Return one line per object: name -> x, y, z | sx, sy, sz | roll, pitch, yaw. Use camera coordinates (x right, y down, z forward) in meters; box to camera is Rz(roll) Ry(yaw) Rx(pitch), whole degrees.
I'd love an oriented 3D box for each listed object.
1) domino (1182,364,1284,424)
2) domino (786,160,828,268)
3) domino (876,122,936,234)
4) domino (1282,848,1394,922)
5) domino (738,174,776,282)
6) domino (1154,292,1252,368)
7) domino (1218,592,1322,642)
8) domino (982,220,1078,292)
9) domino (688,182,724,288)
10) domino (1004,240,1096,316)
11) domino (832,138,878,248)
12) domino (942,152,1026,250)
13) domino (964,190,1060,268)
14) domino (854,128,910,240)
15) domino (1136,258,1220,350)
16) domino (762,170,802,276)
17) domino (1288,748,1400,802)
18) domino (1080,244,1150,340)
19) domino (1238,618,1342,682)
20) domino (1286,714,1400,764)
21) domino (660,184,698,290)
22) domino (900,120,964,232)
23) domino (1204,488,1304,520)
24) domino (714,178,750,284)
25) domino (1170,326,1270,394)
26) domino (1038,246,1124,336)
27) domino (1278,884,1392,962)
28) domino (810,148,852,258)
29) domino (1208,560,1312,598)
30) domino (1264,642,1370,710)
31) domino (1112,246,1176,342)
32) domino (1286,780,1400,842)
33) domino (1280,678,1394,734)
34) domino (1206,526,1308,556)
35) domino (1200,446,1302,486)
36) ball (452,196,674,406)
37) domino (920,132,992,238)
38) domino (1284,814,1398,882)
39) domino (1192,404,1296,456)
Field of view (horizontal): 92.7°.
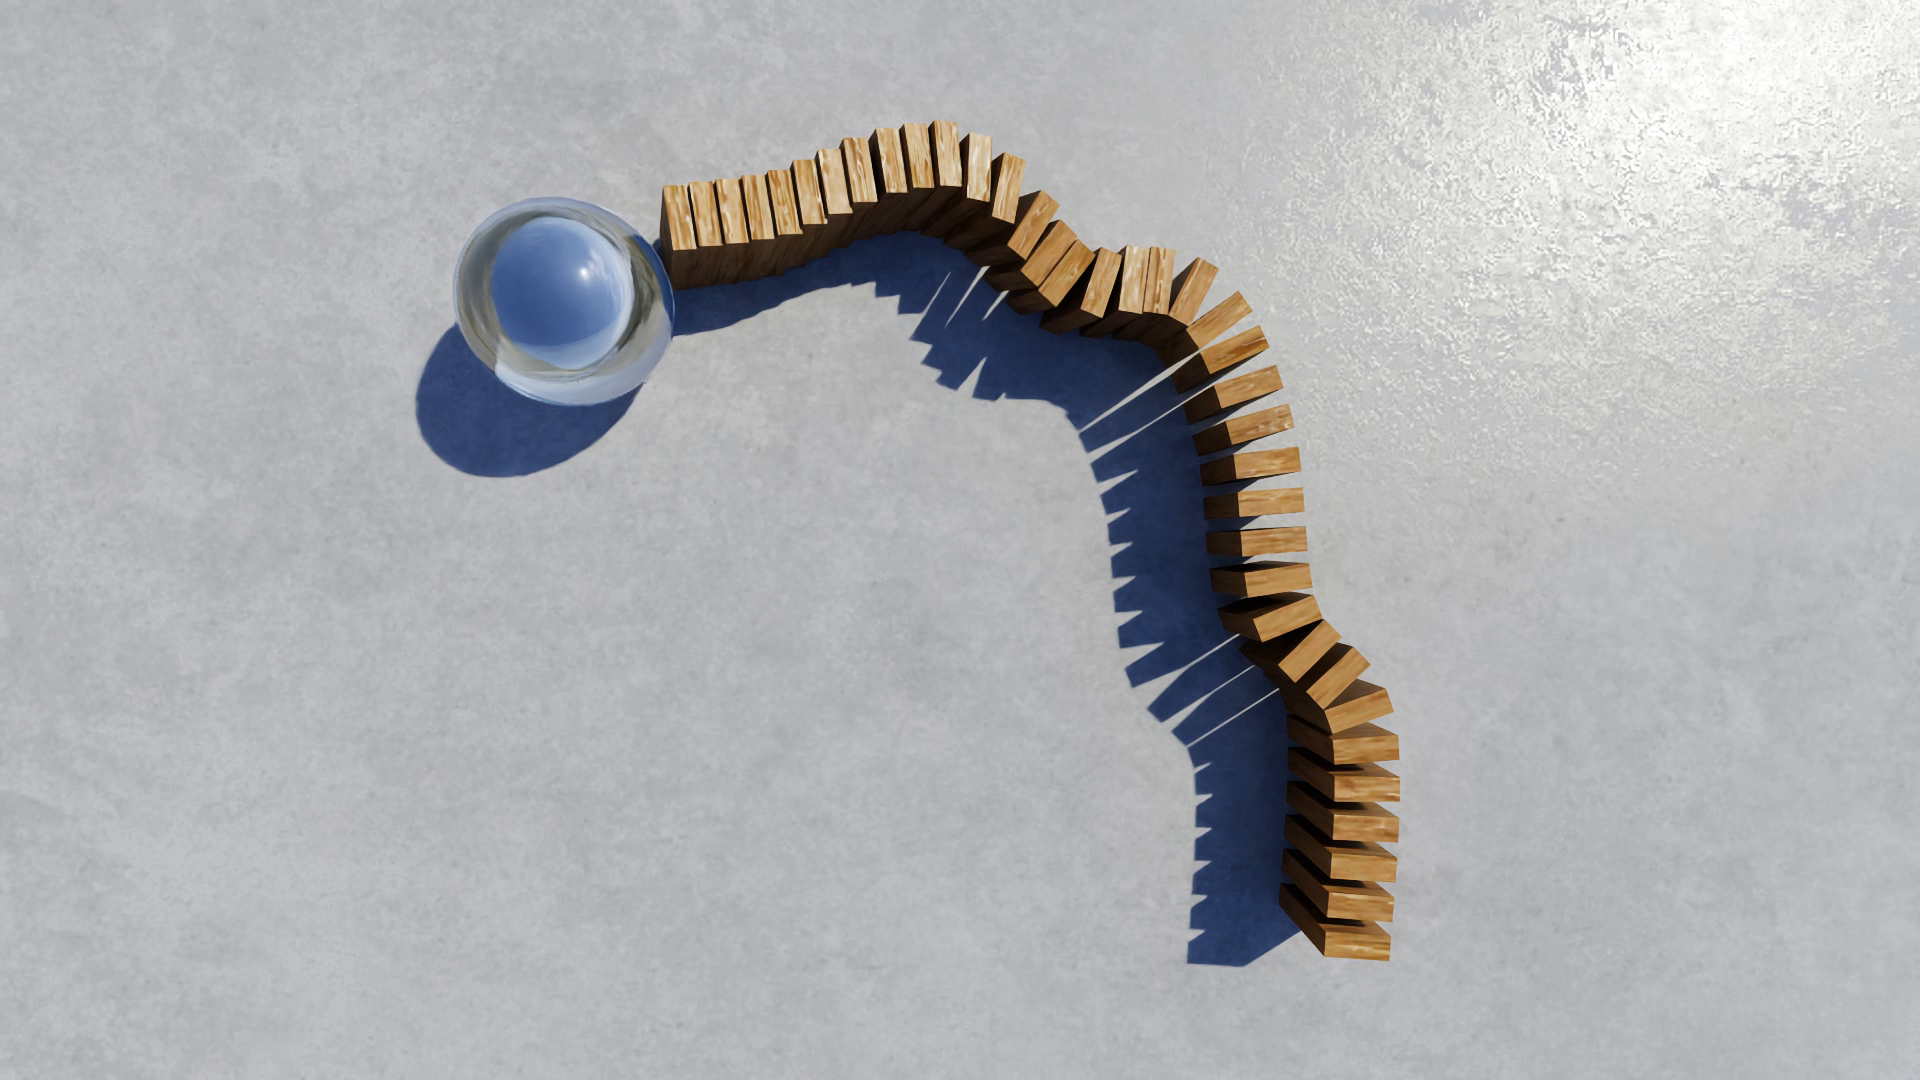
domino -> 0.110, -0.059, 0.375 | 0.025, 0.050, 0.010 | -18, 90, 0
domino -> -0.066, -0.132, 0.375 | 0.009, 0.050, 0.025 | -9, 90, -20
domino -> -0.025, -0.146, 0.375 | 0.010, 0.050, 0.025 | -8, 90, -24
domino -> 0.153, 0.140, 0.375 | 0.025, 0.050, 0.009 | 5, 90, 0
domino -> -0.085, -0.126, 0.375 | 0.010, 0.050, 0.025 | -9, 90, -20
domino -> 0.098, -0.085, 0.375 | 0.025, 0.050, 0.010 | -36, 93, 0
domino -> 0.125, 0.030, 0.375 | 0.025, 0.050, 0.010 | -22, 90, 0
domino -> 0.027, -0.115, 0.375 | 0.010, 0.050, 0.025 | 38, 90, -21
domino -> -0.105, -0.124, 0.375 | 0.009, 0.050, 0.025 | -9, 90, -20
domino -> 0.036, -0.106, 0.375 | 0.010, 0.050, 0.025 | 38, 90, -16
domino -> -0.047, -0.141, 0.375 | 0.010, 0.050, 0.025 | -9, 90, -20
domino -> 0.009, -0.137, 0.375 | 0.009, 0.050, 0.025 | 11, 90, -24
domino -> 0.020, -0.126, 0.375 | 0.010, 0.050, 0.025 | 32, 90, -23
domino -> -0.036, -0.144, 0.375 | 0.010, 0.050, 0.025 | -9, 90, -23
domino -> 0.088, -0.095, 0.375 | 0.010, 0.050, 0.025 | 27, 90, -3
domino -> -0.075, -0.128, 0.375 | 0.010, 0.050, 0.025 | -9, 90, -20
domino -> 0.156, 0.095, 0.375 | 0.025, 0.050, 0.009 | 1, 90, 0
domino -> 0.062, -0.100, 0.375 | 0.010, 0.050, 0.025 | 7, 90, -10
domino -> 0.134, 0.042, 0.375 | 0.025, 0.050, 0.010 | -45, 90, 0
domino -> 0.155, 0.080, 0.375 | 0.025, 0.050, 0.009 | -4, 90, 0
domino -> -0.115, -0.122, 0.375 | 0.009, 0.050, 0.025 | -9, 90, -20
domino -> -0.014, -0.148, 0.375 | 0.009, 0.050, 0.025 | -6, 90, -24
domino -> 0.119, -0.015, 0.375 | 0.025, 0.050, 0.009 | -4, 90, 0
domino -> -0.095, -0.125, 0.375 | 0.010, 0.050, 0.025 | -9, 90, -20
domino -> 0.105, -0.073, 0.375 | 0.025, 0.050, 0.009 | -24, 90, 0
domino -> 0.048, -0.101, 0.375 | 0.009, 0.050, 0.025 | 19, 90, -15
domino -> 0.152, 0.155, 0.375 | 0.025, 0.050, 0.010 | 4, 90, 0
domino -> -0.056, -0.136, 0.375 | 0.010, 0.050, 0.025 | -9, 90, -20
domino -> 0.122, 0.015, 0.375 | 0.025, 0.050, 0.009 | -9, 90, 0
domino -> 0.145, 0.053, 0.375 | 0.025, 0.050, 0.010 | -43, 90, 0
domino -> 0.074, -0.099, 0.375 | 0.010, 0.050, 0.025 | 7, 90, -4
domino -> 0.155, 0.110, 0.375 | 0.025, 0.050, 0.009 | 3, 90, 0
domino -> 0.153, 0.065, 0.375 | 0.025, 0.050, 0.010 | -20, 90, 0
domino -> 0.120, 0.000, 0.375 | 0.025, 0.050, 0.010 | -5, 90, 0
domino -> 0.118, -0.030, 0.375 | 0.025, 0.050, 0.009 | -7, 90, 0
ball -> -0.154, -0.093, 0.360 | 0.080, 0.080, 0.080 | 0, 90, 0
domino -> -0.002, -0.144, 0.375 | 0.010, 0.050, 0.025 | 2, 90, -23
domino -> 0.154, 0.125, 0.375 | 0.025, 0.050, 0.010 | 4, 90, 0
domino -> 0.115, -0.044, 0.375 | 0.025, 0.050, 0.009 | -16, 90, 0
